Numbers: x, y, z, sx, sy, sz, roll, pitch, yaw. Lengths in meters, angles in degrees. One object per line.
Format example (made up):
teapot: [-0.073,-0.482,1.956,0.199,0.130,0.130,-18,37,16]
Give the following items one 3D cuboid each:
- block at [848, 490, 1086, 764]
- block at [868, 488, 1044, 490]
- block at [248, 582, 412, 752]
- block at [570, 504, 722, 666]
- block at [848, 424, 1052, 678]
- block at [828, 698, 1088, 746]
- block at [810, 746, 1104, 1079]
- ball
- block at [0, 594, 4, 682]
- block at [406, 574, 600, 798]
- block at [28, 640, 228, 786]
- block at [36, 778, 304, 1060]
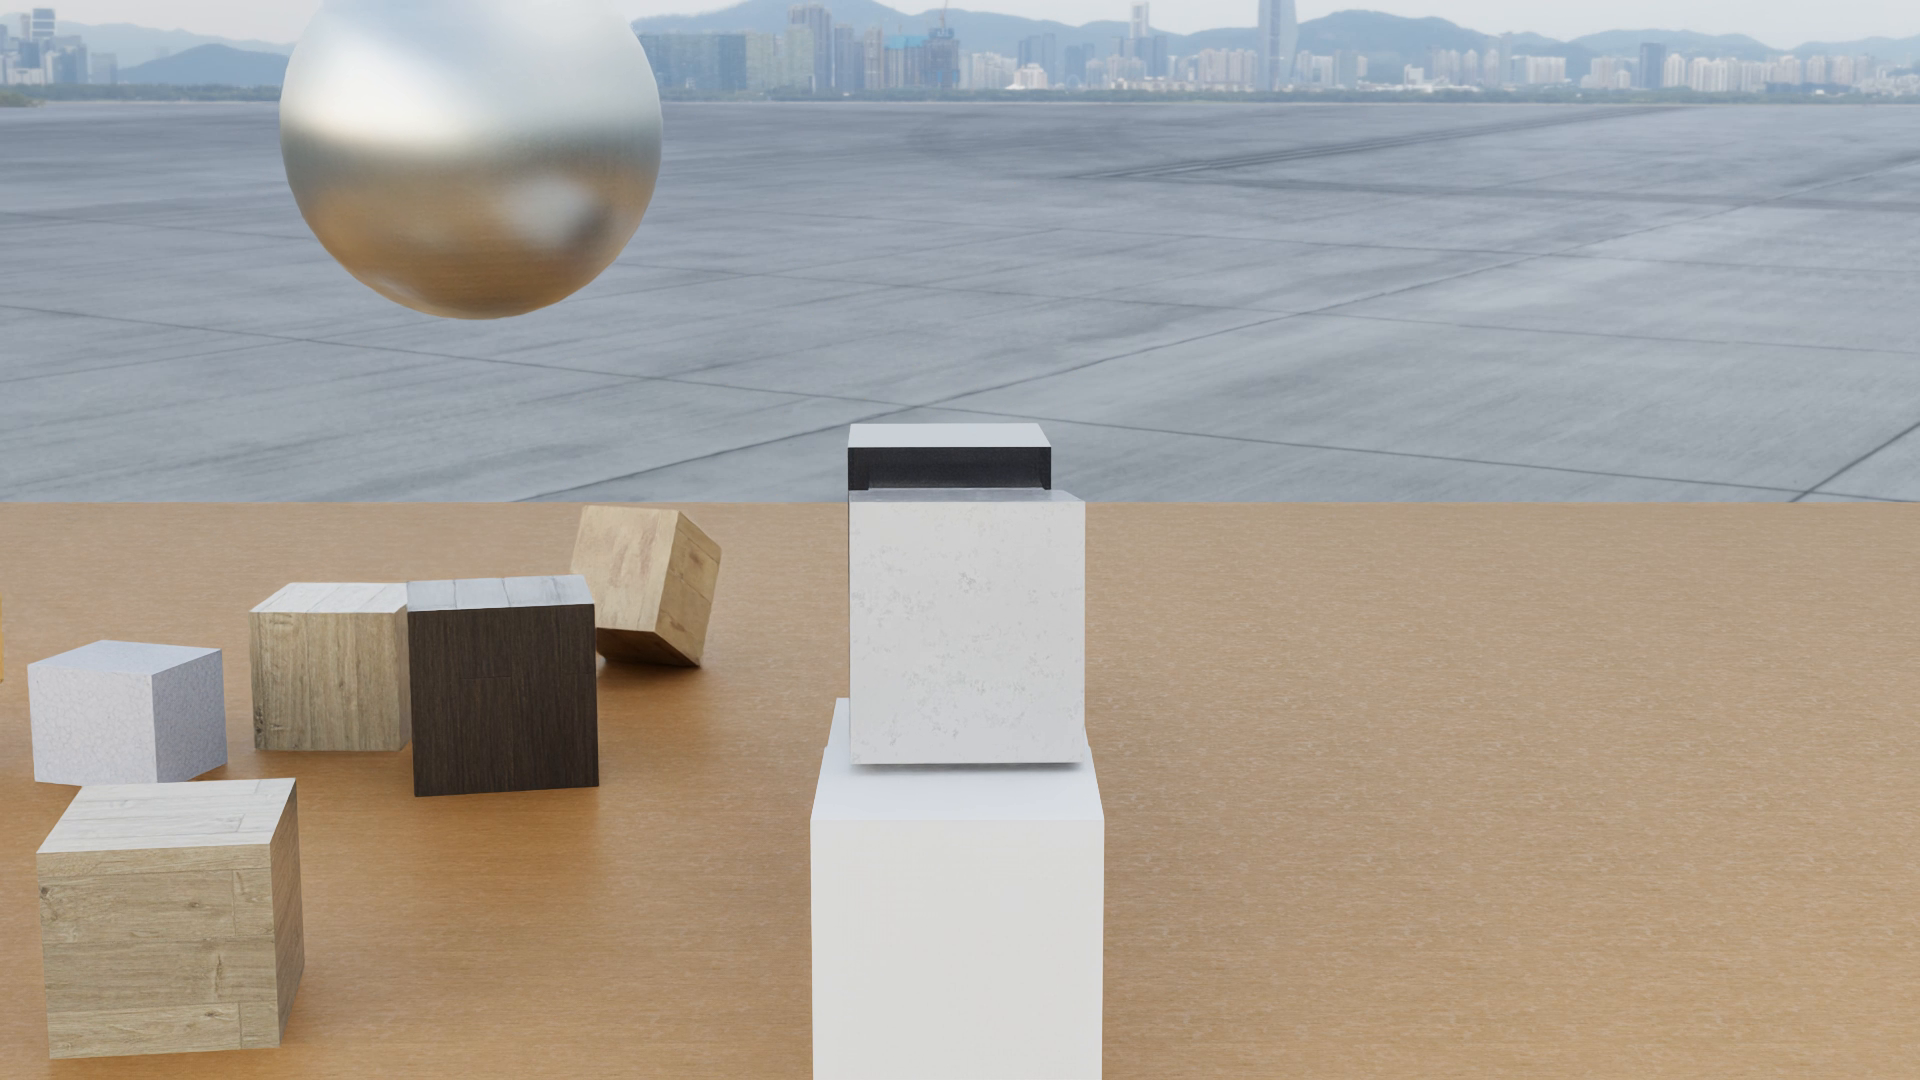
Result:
block: [0.006,0.301,9.575,0.836,0.933,0.892,0,4,-3]
block: [-0.004,0.245,10.456,0.735,0.830,0.805,0,8,-2]
block: [-3.314,0.671,13.802,0.769,0.742,0.791,0,10,1]
block: [-1.892,0.276,15.277,0.616,0.745,0.697,4,-18,19]
block: [-0.058,0.054,11.336,0.856,1.044,0.987,0,8,-2]
block: [-0.008,1.217,10.154,0.998,0.972,0.998,0,10,0]
block: [-0.009,1.363,9.179,0.988,1.033,0.946,0,10,0]
ball: [-2.060,-1.733,10.865,1.600,1.600,1.600,0,10,0]
block: [-5.429,0.601,13.463,0.547,0.584,0.625,25,32,-39]
block: [-2.323,0.721,12.991,0.902,0.933,0.767,-2,11,-12]
block: [-4.216,0.886,13.019,0.720,0.600,0.605,3,11,17]
block: [-2.948,1.405,9.675,0.808,0.774,0.883,-1,10,-8]
